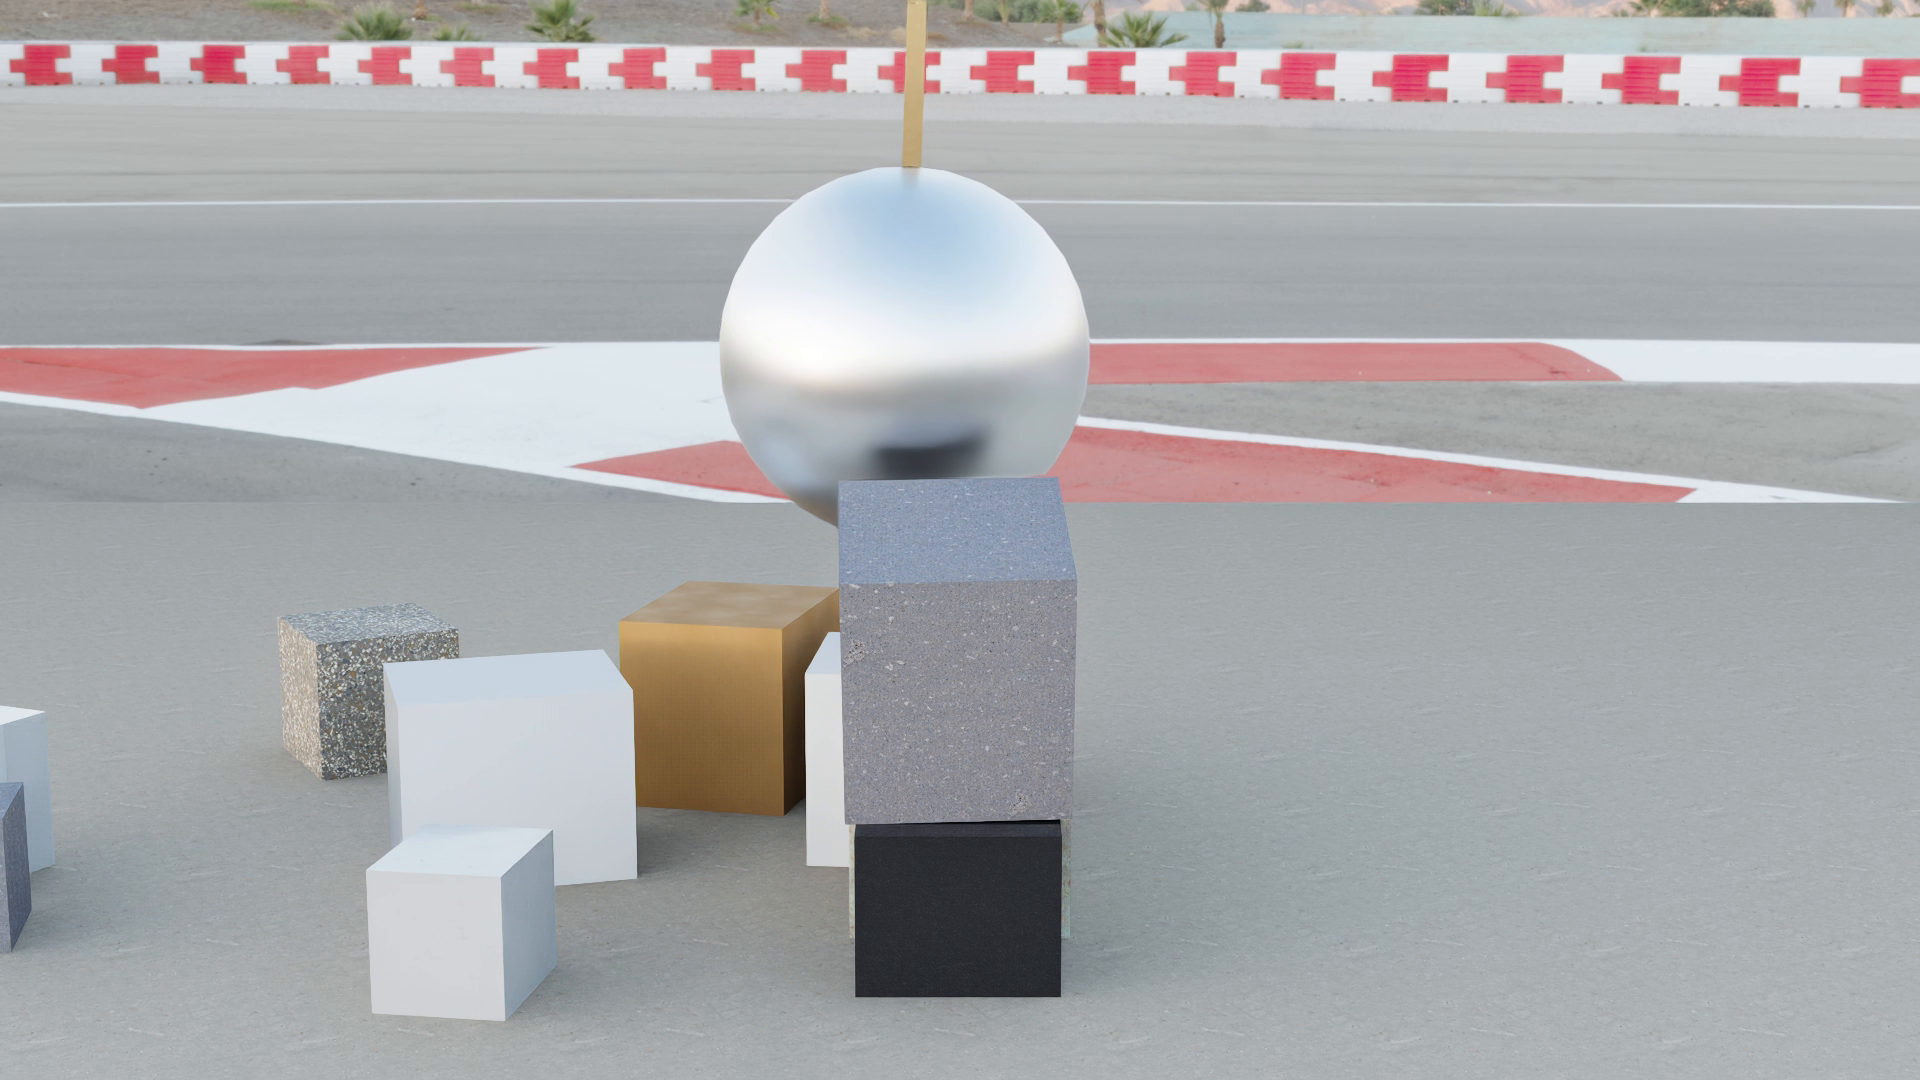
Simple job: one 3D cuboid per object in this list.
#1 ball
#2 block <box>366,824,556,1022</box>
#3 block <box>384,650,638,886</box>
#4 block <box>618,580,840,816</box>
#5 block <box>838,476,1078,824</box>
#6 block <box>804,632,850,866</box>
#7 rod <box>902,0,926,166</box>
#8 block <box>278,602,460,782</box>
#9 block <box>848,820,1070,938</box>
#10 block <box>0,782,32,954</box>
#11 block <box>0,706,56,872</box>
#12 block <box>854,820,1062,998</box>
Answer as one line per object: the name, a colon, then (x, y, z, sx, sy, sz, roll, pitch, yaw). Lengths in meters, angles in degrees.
ball: (-0.238, -0.800, 11.035, 1.600, 1.600, 1.600, 0, 10, 0)
block: (-1.917, 1.467, 9.923, 0.526, 0.564, 0.623, 2, 10, 9)
block: (-2.029, 1.029, 11.519, 1.006, 0.854, 0.847, -3, 11, -16)
block: (-1.124, 0.767, 12.786, 0.815, 0.917, 1.021, 2, 11, 13)
block: (-0.026, 0.424, 10.117, 0.882, 1.044, 0.907, -1, 26, -2)
block: (-0.181, 0.957, 11.830, 0.954, 0.885, 0.862, 1, 10, 4)
rod: (-0.103, -4.142, 10.427, 0.080, 5.200, 0.080, 2, 10, 0)
block: (-3.069, 0.774, 13.335, 0.731, 0.706, 0.760, -6, 12, -28)
block: (0.001, 1.172, 10.905, 0.906, 0.791, 0.854, 0, 10, 0)
block: (-4.208, 1.357, 10.538, 0.640, 0.560, 0.562, -2, 11, -11)
block: (-4.486, 1.136, 11.348, 0.627, 0.704, 0.606, 5, 11, 25)
block: (-0.007, 1.385, 10.155, 0.792, 0.642, 0.679, 0, 10, 0)
